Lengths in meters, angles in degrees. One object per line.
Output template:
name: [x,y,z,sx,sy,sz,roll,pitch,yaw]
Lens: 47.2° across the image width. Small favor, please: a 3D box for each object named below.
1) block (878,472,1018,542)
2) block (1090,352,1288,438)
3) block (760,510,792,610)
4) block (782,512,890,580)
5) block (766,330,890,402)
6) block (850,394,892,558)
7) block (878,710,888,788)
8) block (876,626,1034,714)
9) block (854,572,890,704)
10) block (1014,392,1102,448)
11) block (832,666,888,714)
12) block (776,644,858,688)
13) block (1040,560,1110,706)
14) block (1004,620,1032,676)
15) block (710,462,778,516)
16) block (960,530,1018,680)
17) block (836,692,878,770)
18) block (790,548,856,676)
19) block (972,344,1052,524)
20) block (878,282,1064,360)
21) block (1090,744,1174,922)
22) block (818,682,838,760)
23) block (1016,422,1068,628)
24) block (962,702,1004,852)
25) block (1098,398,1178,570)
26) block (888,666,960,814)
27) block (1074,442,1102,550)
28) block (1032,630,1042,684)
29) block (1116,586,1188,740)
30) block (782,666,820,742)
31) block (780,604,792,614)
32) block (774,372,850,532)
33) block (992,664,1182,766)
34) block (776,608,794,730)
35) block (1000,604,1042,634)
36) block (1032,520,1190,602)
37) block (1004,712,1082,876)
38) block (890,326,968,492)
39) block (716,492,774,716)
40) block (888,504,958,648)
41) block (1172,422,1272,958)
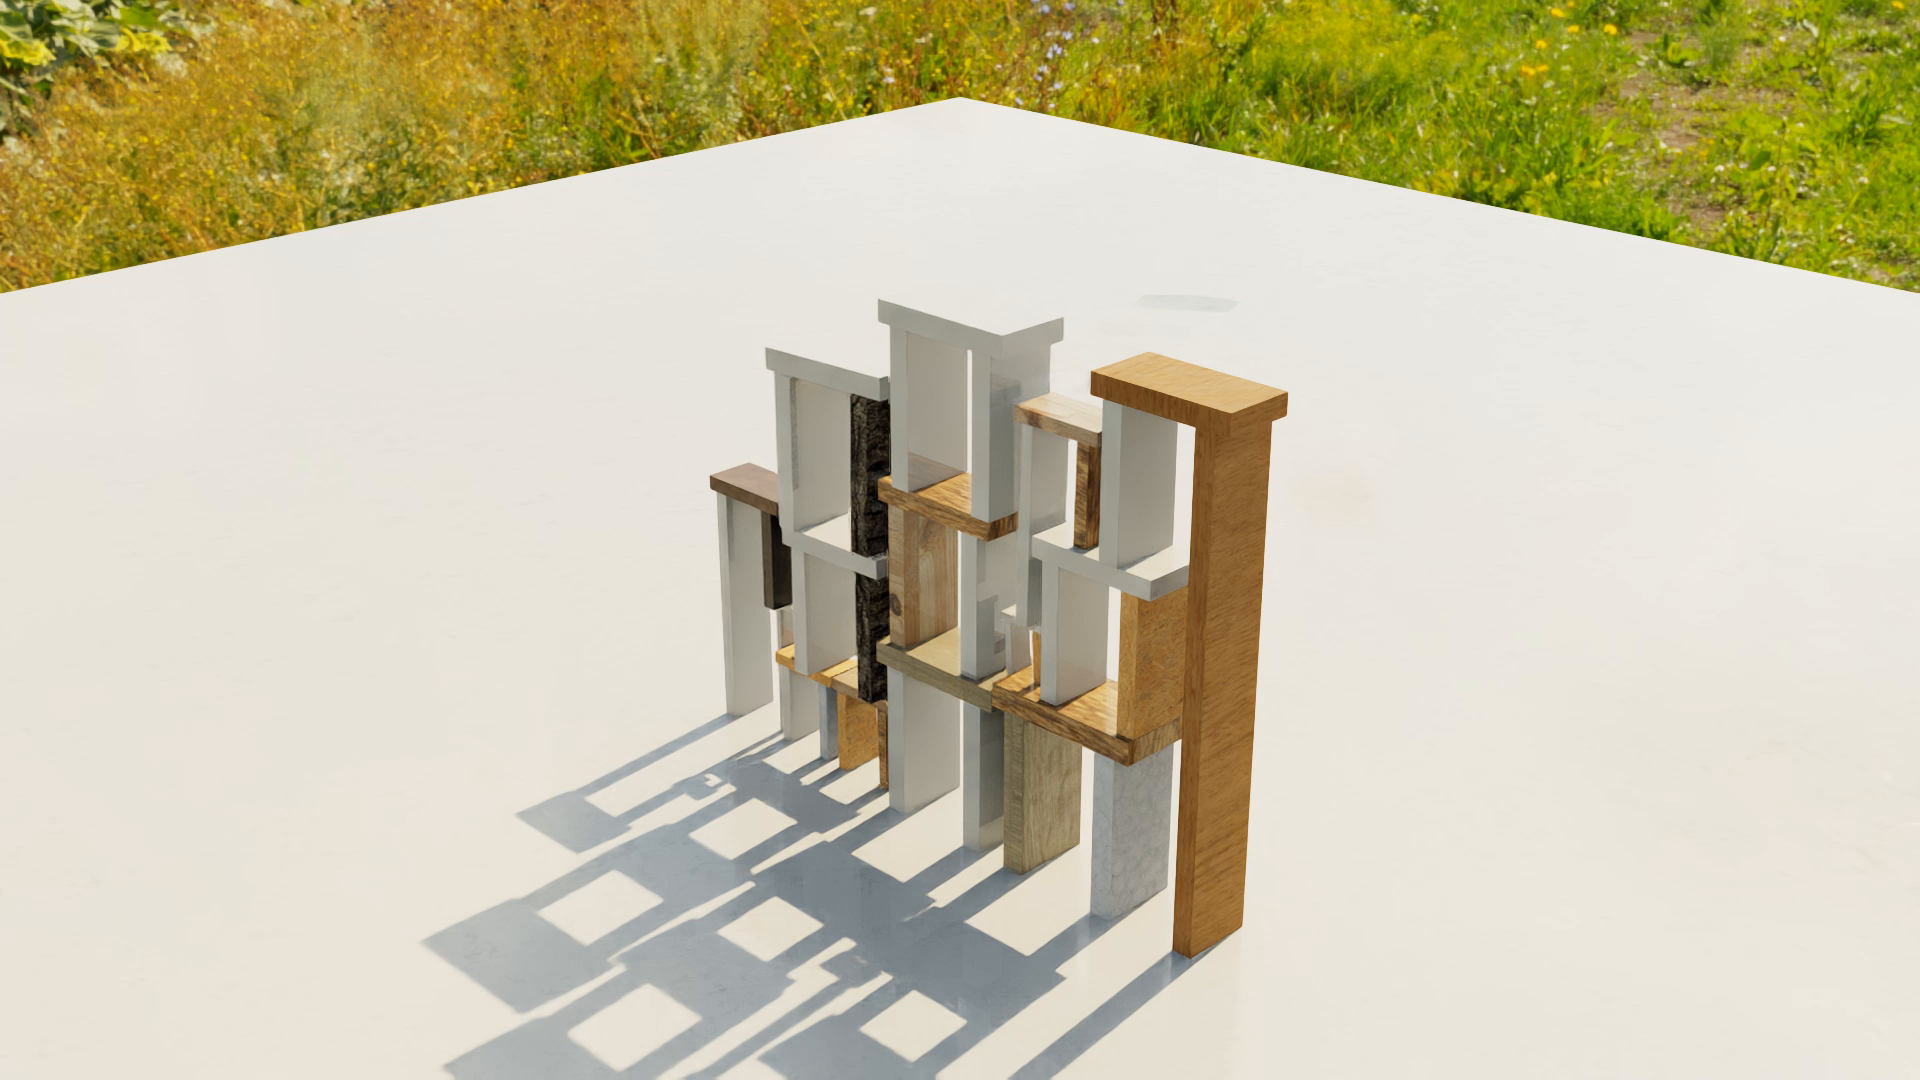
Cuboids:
block: [-0.001,-0.077,4.199,0.296,0.042,0.148,21,31,41]
block: [0.383,-0.247,3.702,0.303,0.043,0.152,21,31,41]
block: [-0.363,0.028,4.630,0.110,0.220,0.031,-21,31,-40]
block: [-0.214,0.005,4.450,0.141,0.040,0.283,-21,29,-41]
block: [-0.212,-0.344,4.317,0.327,0.046,0.163,18,28,41]
block: [-0.138,-0.143,4.316,0.163,0.327,0.046,-19,29,-41]
block: [-0.128,0.418,4.551,0.025,0.175,0.088,20,30,41]
block: [0.003,0.242,4.317,0.319,0.045,0.159,21,31,41]
block: [-0.145,0.177,4.461,0.040,0.284,0.141,23,34,39]
block: [0.203,-0.214,3.907,0.199,0.028,0.099,22,31,40]
block: [-0.172,0.309,4.550,0.176,0.025,0.088,21,30,40]
block: [-0.301,0.261,4.662,0.088,0.025,0.176,-21,31,-40]
block: [0.212,0.152,4.053,0.140,0.281,0.040,-21,31,-41]
block: [0.111,0.204,4.185,0.052,0.127,0.015,-22,27,-41]
block: [-0.415,-0.107,4.628,0.110,0.031,0.220,-21,31,-41]
block: [0.069,0.106,4.201,0.042,0.296,0.148,21,31,41]
block: [-0.215,0.389,4.620,0.025,0.176,0.088,21,30,41]
block: [-0.282,0.128,4.581,0.040,0.283,0.141,21,31,40]
block: [0.094,-0.207,4.041,0.046,0.321,0.161,21,31,41]
block: [0.017,-0.405,4.038,0.161,0.046,0.321,-21,31,-41]
block: [0.320,0.523,4.095,0.048,0.338,0.169,21,31,41]
block: [-0.257,0.370,4.663,0.088,0.176,0.025,-21,31,-40]
block: [0.151,-0.037,4.038,0.028,0.400,0.099,22,32,39]
block: [0.078,0.439,4.318,0.045,0.319,0.159,21,31,41]
block: [0.312,-0.116,3.835,0.043,0.303,0.152,21,31,41]
block: [-0.072,0.380,4.457,0.045,0.319,0.159,21,31,41]
block: [0.249,-0.091,3.910,0.028,0.199,0.099,23,32,40]
block: [0.160,0.213,4.134,0.052,0.104,0.015,-22,27,-40]
block: [0.345,0.204,3.931,0.040,0.281,0.140,21,31,41]
block: [-0.341,0.338,4.739,0.025,0.176,0.088,21,31,41]
block: [-0.349,0.140,4.662,0.046,0.013,0.092,-21,31,-40]
block: [-0.294,-0.195,4.458,0.163,0.327,0.046,-21,30,-41]
block: [0.240,0.314,4.093,0.338,0.048,0.169,21,31,41]
block: [-0.370,0.273,4.742,0.013,0.293,0.046,21,31,41]
block: [0.133,0.148,4.135,0.104,0.015,0.052,20,30,39]
block: [0.279,0.031,3.930,0.281,0.040,0.140,21,31,41]
block: [0.161,0.461,4.241,0.048,0.338,0.169,21,31,41]
block: [-0.058,-0.266,4.179,0.046,0.321,0.161,21,31,41]
block: [-0.466,0.129,4.784,0.031,0.526,0.110,21,31,41]
block: [-0.071,0.051,4.329,0.042,0.296,0.148,21,31,41]
block: [0.455,0.266,3.842,0.043,1.010,0.152,21,31,41]
